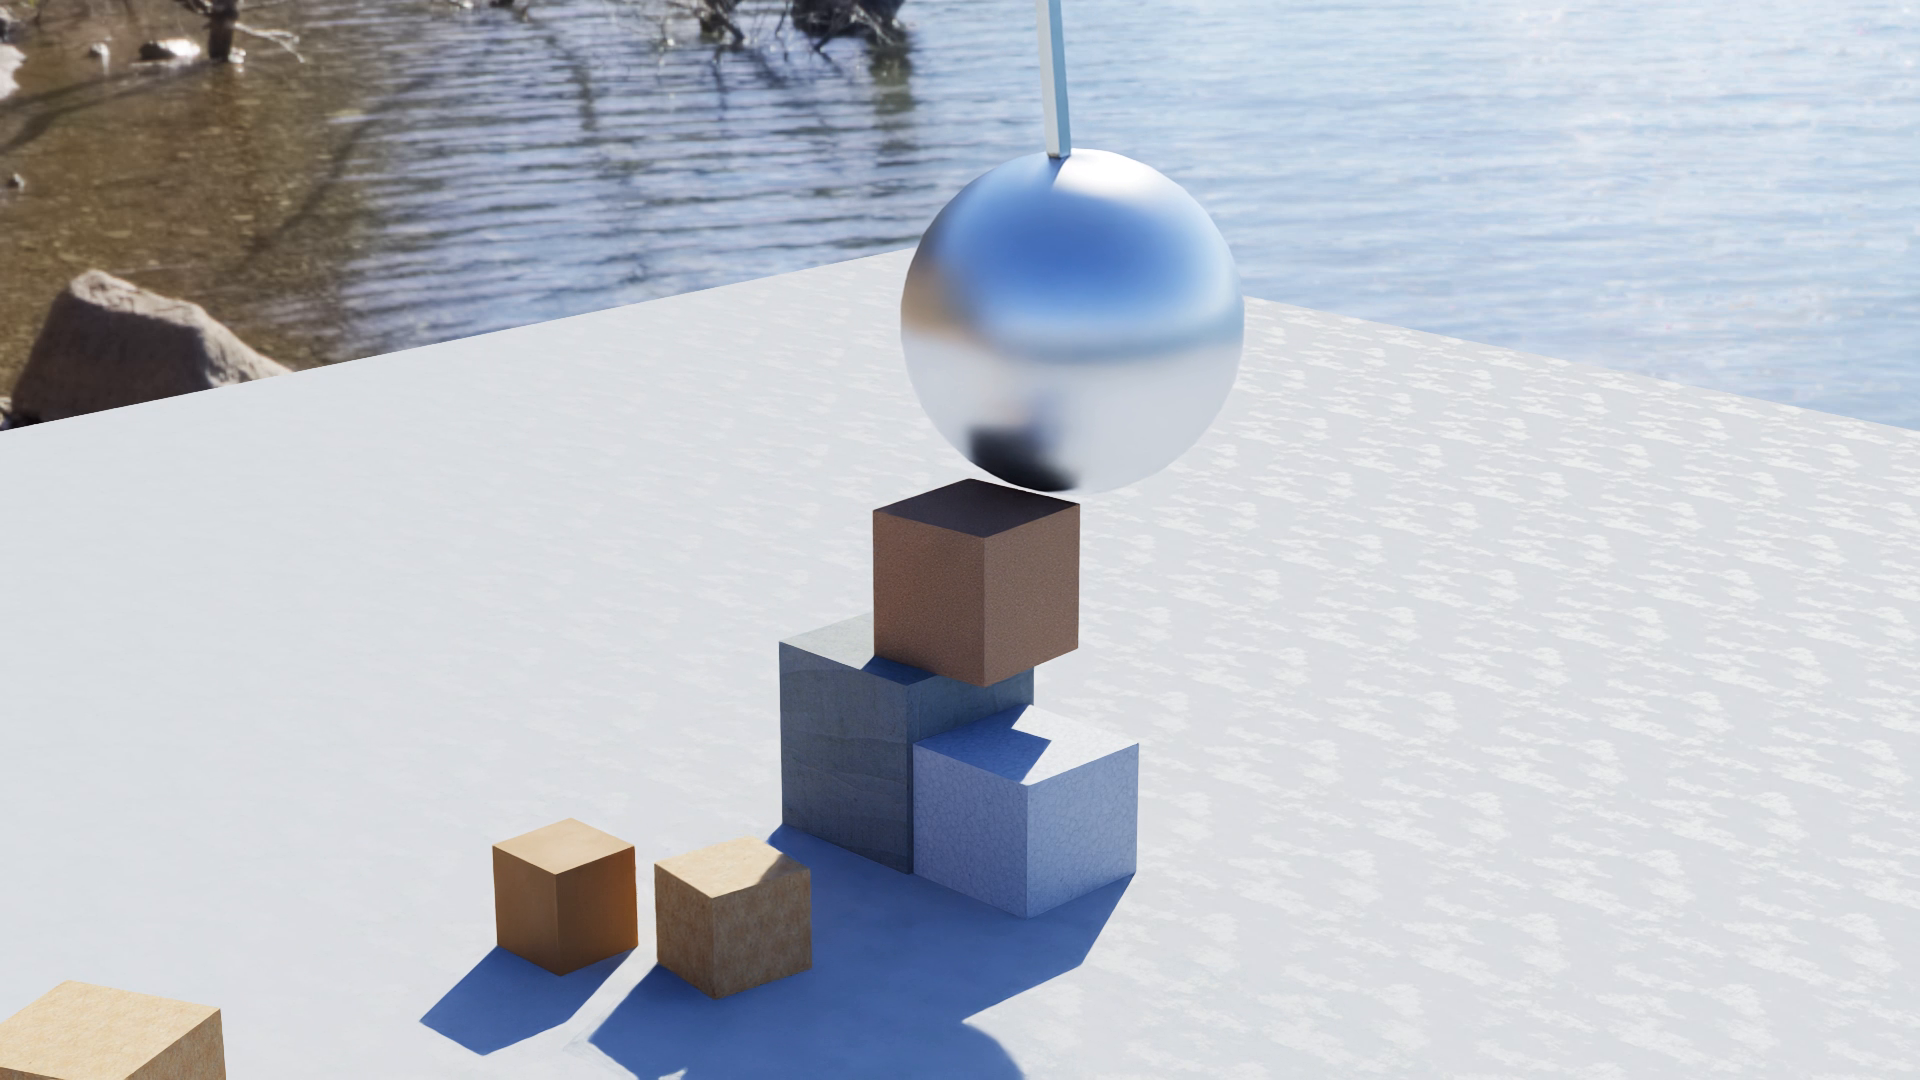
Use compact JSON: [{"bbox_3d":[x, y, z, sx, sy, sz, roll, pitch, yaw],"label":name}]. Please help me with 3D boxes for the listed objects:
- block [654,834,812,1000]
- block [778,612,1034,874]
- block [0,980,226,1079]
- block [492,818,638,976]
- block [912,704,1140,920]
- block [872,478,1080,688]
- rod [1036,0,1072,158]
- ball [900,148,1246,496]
[{"bbox_3d":[-0.966,1.600,12.475,0.490,0.467,0.457,-13,22,-35],"label":"block"},{"bbox_3d":[-0.251,0.917,13.888,0.862,0.924,0.835,17,24,42],"label":"block"},{"bbox_3d":[-3.169,2.074,10.746,0.681,0.599,0.665,6,19,19],"label":"block"},{"bbox_3d":[-1.704,1.537,12.669,0.442,0.471,0.429,17,24,42],"label":"block"},{"bbox_3d":[0.299,1.224,13.386,0.719,0.638,0.732,17,24,42],"label":"block"},{"bbox_3d":[0.077,0.184,13.504,0.663,0.704,0.690,14,22,38],"label":"block"},{"bbox_3d":[0.225,-4.137,12.277,0.080,5.200,0.080,17,31,42],"label":"rod"},{"bbox_3d":[0.519,-1.006,13.570,1.600,1.600,1.600,0,17,0],"label":"ball"}]
